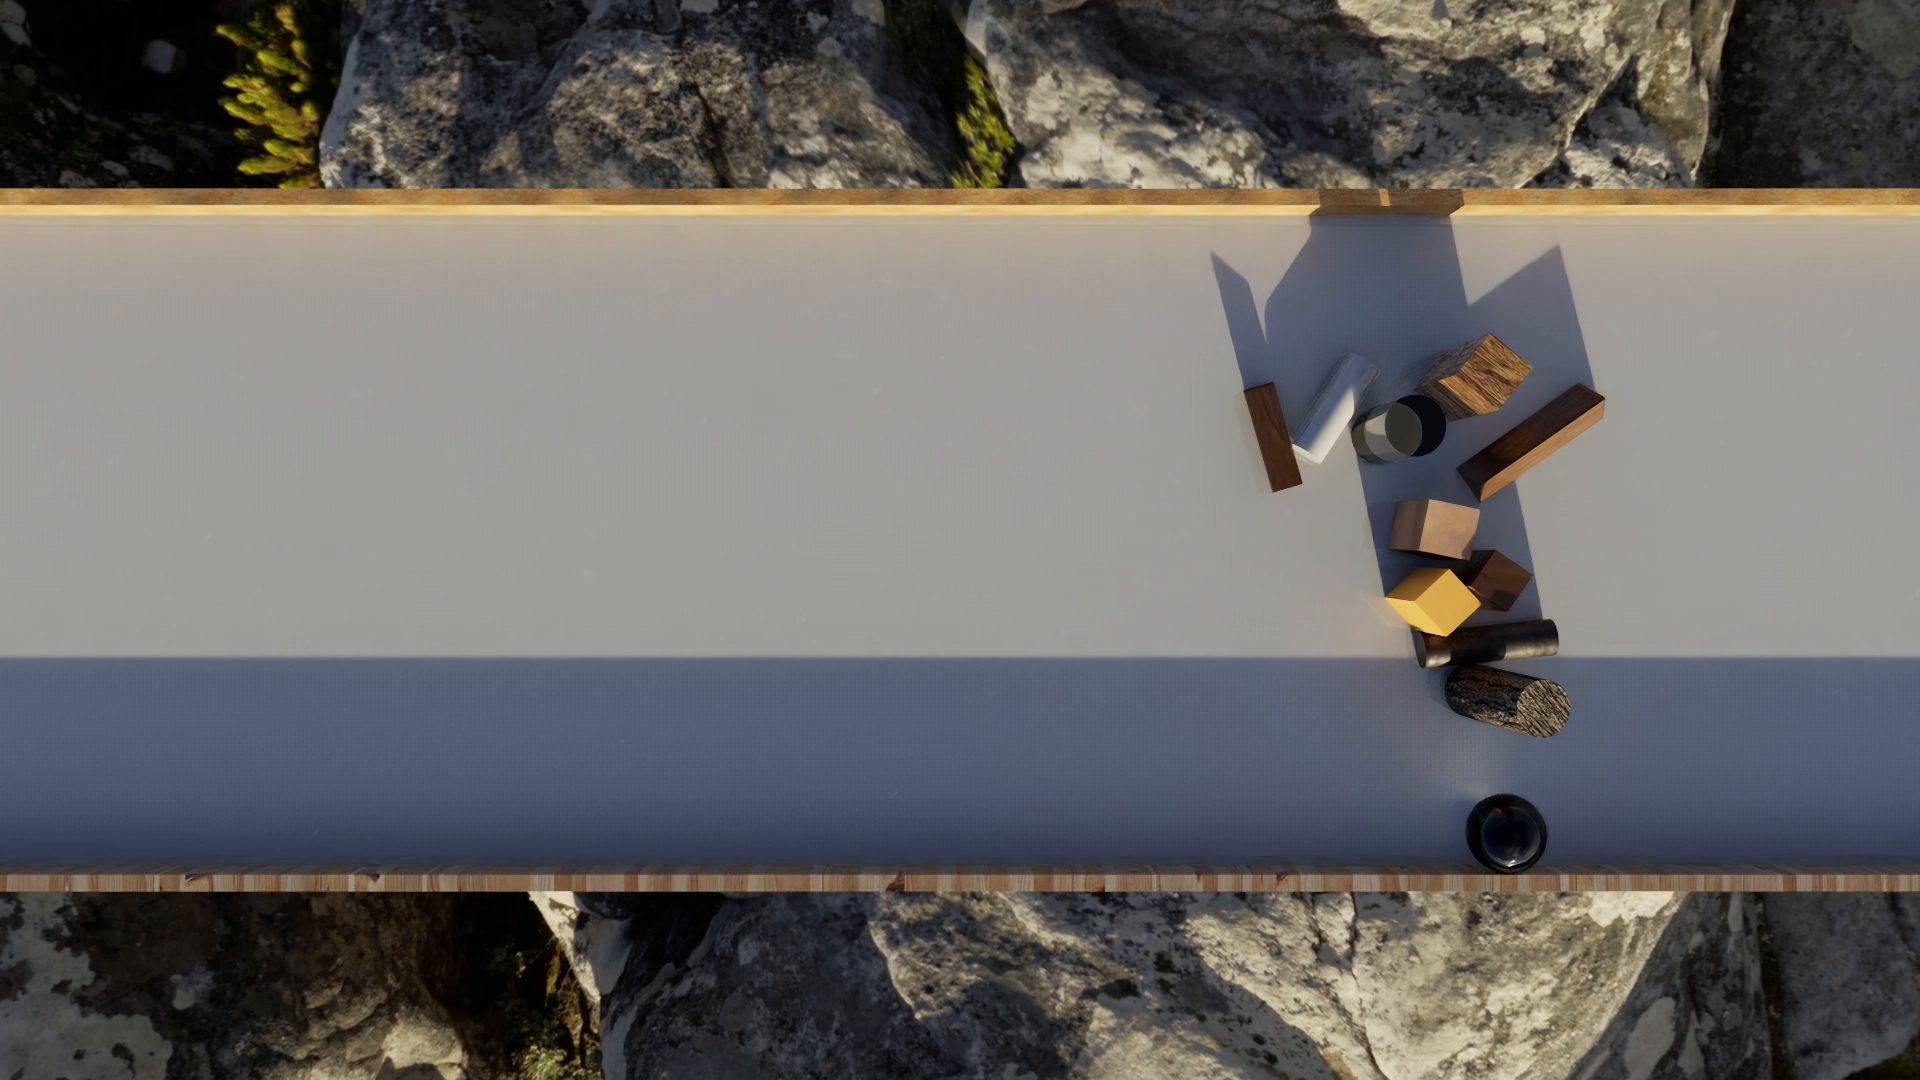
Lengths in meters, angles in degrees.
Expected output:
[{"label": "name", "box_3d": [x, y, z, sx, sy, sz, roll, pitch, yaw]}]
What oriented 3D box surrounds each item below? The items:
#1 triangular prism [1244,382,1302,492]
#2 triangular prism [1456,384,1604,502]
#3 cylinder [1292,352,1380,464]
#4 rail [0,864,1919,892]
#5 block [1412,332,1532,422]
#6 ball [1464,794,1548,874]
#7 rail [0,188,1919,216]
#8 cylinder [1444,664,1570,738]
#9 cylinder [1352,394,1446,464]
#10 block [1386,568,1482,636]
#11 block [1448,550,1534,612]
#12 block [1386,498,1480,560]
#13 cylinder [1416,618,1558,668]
[{"label": "triangular prism", "box_3d": [0.931, -0.306, 5.008, 0.104, 0.090, 0.322, -16, 90, 44]}, {"label": "triangular prism", "box_3d": [1.752, -0.298, 5.018, 0.458, 0.111, 0.128, -35, 90, 0]}, {"label": "cylinder", "box_3d": [1.142, -0.400, 5.021, 0.111, 0.111, 0.330, 33, 90, 0]}, {"label": "rail", "box_3d": [-2.247, 1.025, 5.001, 12.000, 0.150, 0.050, 0, 90, 0]}, {"label": "block", "box_3d": [1.503, -0.474, 4.856, 0.155, 0.441, 0.155, 40, 90, 0]}, {"label": "ball", "box_3d": [1.641, 0.882, 4.958, 0.236, 0.236, 0.236, 0, 90, 0]}, {"label": "rail", "box_3d": [-2.247, -1.025, 5.002, 12.000, 0.150, 0.050, 0, 90, 0]}, {"label": "cylinder", "box_3d": [1.603, 0.468, 4.853, 0.165, 0.422, 0.165, 0, 92, -11]}, {"label": "cylinder", "box_3d": [1.299, -0.324, 4.900, 0.179, 0.345, 0.179, 0, 89, -2]}, {"label": "block", "box_3d": [1.405, 0.181, 4.912, 0.138, 0.329, 0.138, -43, 90, 0]}, {"label": "block", "box_3d": [1.547, 0.119, 4.887, 0.128, 0.377, 0.128, 35, 90, 1]}, {"label": "block", "box_3d": [1.402, -0.030, 4.900, 0.149, 0.353, 0.149, 12, 90, 0]}, {"label": "cylinder", "box_3d": [1.602, 0.316, 5.021, 0.402, 0.112, 0.112, -6, 90, 0]}]
